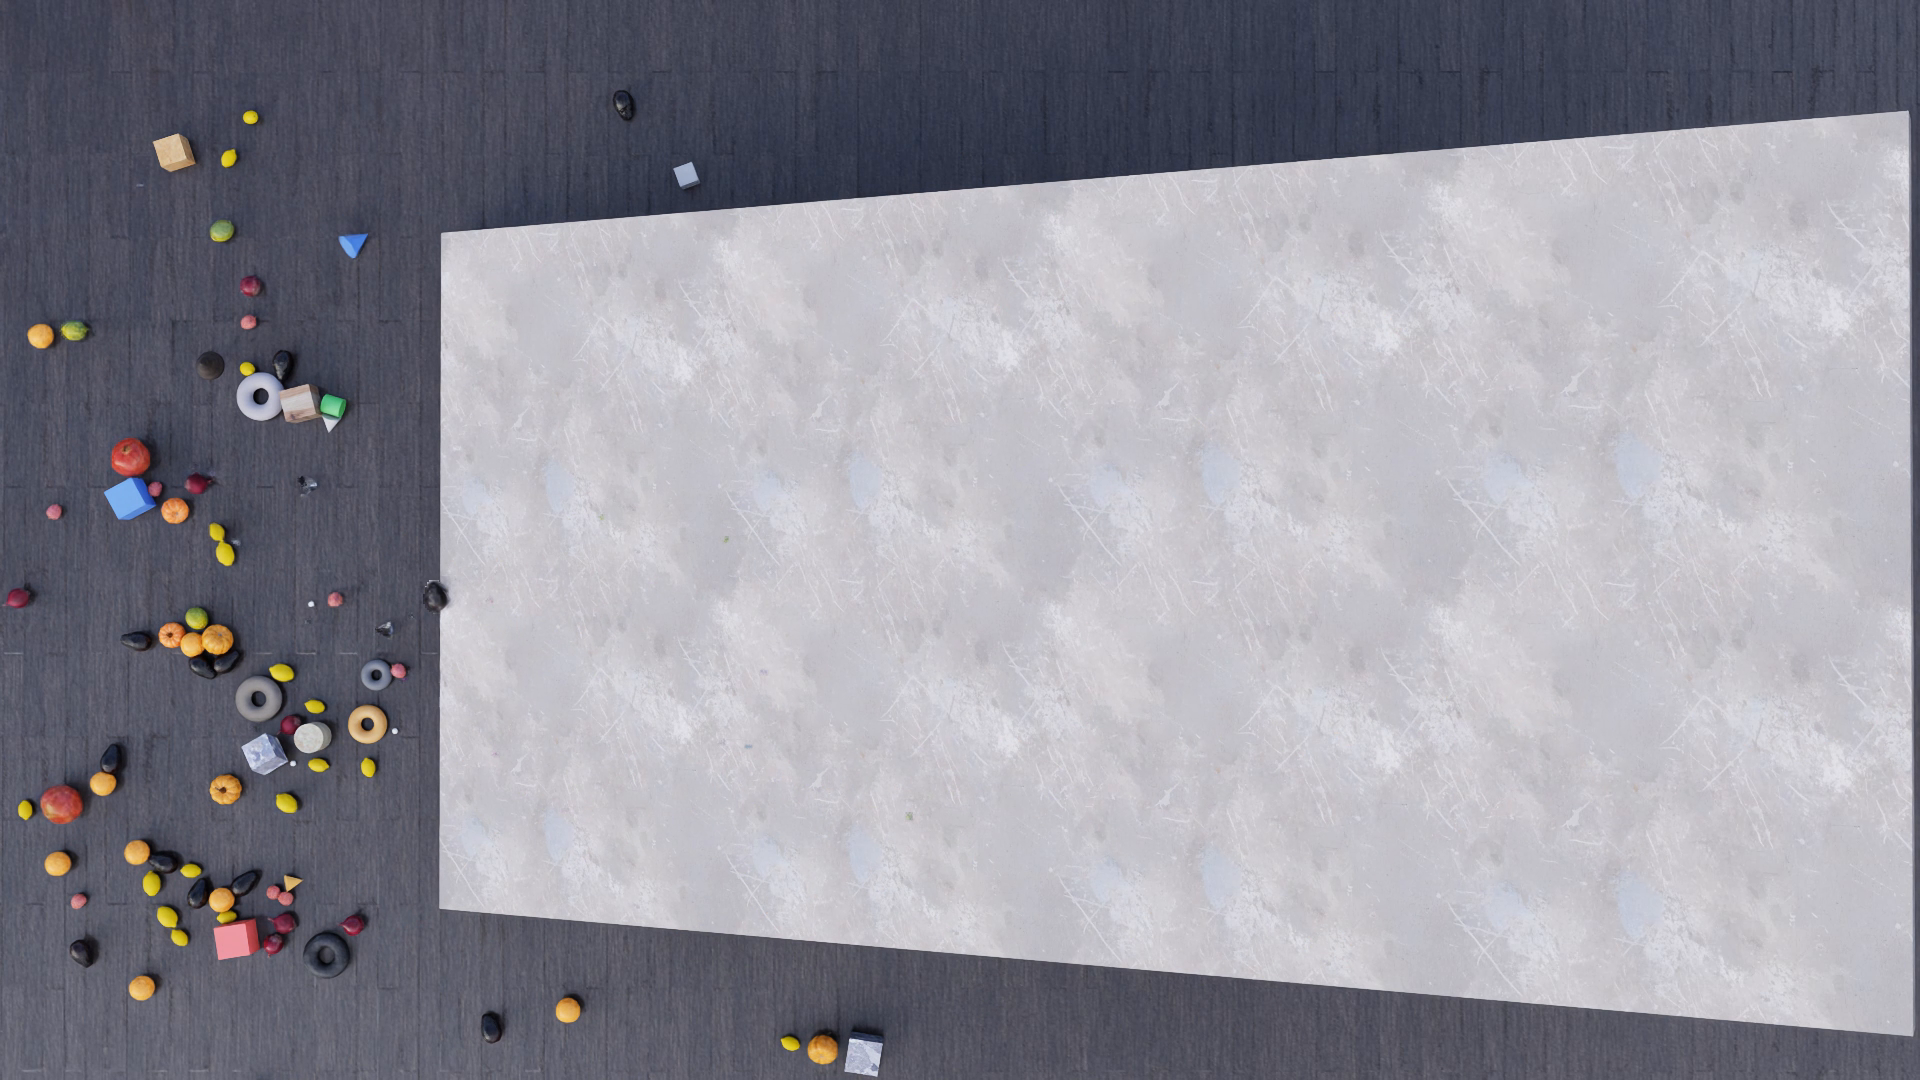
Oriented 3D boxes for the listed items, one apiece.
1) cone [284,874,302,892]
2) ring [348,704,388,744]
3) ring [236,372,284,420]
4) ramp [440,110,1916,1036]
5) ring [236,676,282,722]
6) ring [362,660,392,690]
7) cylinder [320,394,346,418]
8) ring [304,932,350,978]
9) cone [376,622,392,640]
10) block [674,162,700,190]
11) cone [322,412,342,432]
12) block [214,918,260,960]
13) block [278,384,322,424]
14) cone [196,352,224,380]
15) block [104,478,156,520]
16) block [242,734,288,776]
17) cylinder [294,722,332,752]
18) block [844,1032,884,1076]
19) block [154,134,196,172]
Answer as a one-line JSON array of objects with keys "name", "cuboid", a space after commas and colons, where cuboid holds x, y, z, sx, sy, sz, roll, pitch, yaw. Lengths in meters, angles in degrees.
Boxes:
[{"name": "cone", "cuboid": [-1.990, 1.022, 6.578, 0.050, 0.050, 0.050, -6, 89, -30]}, {"name": "ring", "cuboid": [-1.771, 0.551, 6.576, 0.117, 0.039, 0.117, 0, 90, -1]}, {"name": "ring", "cuboid": [-2.092, -0.430, 6.582, 0.146, 0.049, 0.146, 0, 88, 1]}, {"name": "ramp", "cuboid": [0.281, 0.080, 5.676, 4.000, 0.100, 2.000, 0, 89, 26]}, {"name": "ring", "cuboid": [-2.096, 0.475, 6.573, 0.139, 0.046, 0.139, 0, 90, 1]}, {"name": "ring", "cuboid": [-1.745, 0.404, 6.581, 0.094, 0.031, 0.094, 0, 88, 0]}, {"name": "cylinder", "cuboid": [-1.875, -0.402, 6.577, 0.057, 0.057, 0.057, 17, 89, 0]}, {"name": "ring", "cuboid": [-1.891, 1.240, 6.564, 0.139, 0.046, 0.139, 0, 90, 1]}, {"name": "cone", "cuboid": [-1.713, 0.283, 6.586, 0.050, 0.050, 0.050, -25, 116, 0]}, {"name": "block", "cuboid": [-0.817, -1.090, 6.584, 0.057, 0.057, 0.057, -21, 89, 0]}, {"name": "cone", "cuboid": [-1.888, -0.346, 6.592, 0.057, 0.057, 0.057, 18, 116, 0]}, {"name": "block", "cuboid": [-2.150, 1.186, 6.541, 0.094, 0.094, 0.094, -9, 89, 0]}, {"name": "block", "cuboid": [-1.963, -0.406, 6.560, 0.091, 0.091, 0.091, -14, 89, 0]}, {"name": "cone", "cuboid": [-2.253, -0.524, 6.563, 0.086, 0.086, 0.086, 0, 89, 0]}, {"name": "block", "cuboid": [-2.473, -0.123, 6.557, 0.091, 0.091, 0.091, -29, 89, 0]}, {"name": "block", "cuboid": [-2.068, 0.637, 6.542, 0.082, 0.082, 0.082, -30, 72, 0]}, {"name": "cylinder", "cuboid": [-1.928, 0.588, 6.551, 0.086, 0.086, 0.086, 0, 89, 0]}, {"name": "block", "cuboid": [-0.285, 1.527, 6.535, 0.098, 0.098, 0.098, 9, 89, 0]}, {"name": "block", "cuboid": [-2.348, -1.158, 6.574, 0.079, 0.079, 0.079, -18, 89, 0]}]
